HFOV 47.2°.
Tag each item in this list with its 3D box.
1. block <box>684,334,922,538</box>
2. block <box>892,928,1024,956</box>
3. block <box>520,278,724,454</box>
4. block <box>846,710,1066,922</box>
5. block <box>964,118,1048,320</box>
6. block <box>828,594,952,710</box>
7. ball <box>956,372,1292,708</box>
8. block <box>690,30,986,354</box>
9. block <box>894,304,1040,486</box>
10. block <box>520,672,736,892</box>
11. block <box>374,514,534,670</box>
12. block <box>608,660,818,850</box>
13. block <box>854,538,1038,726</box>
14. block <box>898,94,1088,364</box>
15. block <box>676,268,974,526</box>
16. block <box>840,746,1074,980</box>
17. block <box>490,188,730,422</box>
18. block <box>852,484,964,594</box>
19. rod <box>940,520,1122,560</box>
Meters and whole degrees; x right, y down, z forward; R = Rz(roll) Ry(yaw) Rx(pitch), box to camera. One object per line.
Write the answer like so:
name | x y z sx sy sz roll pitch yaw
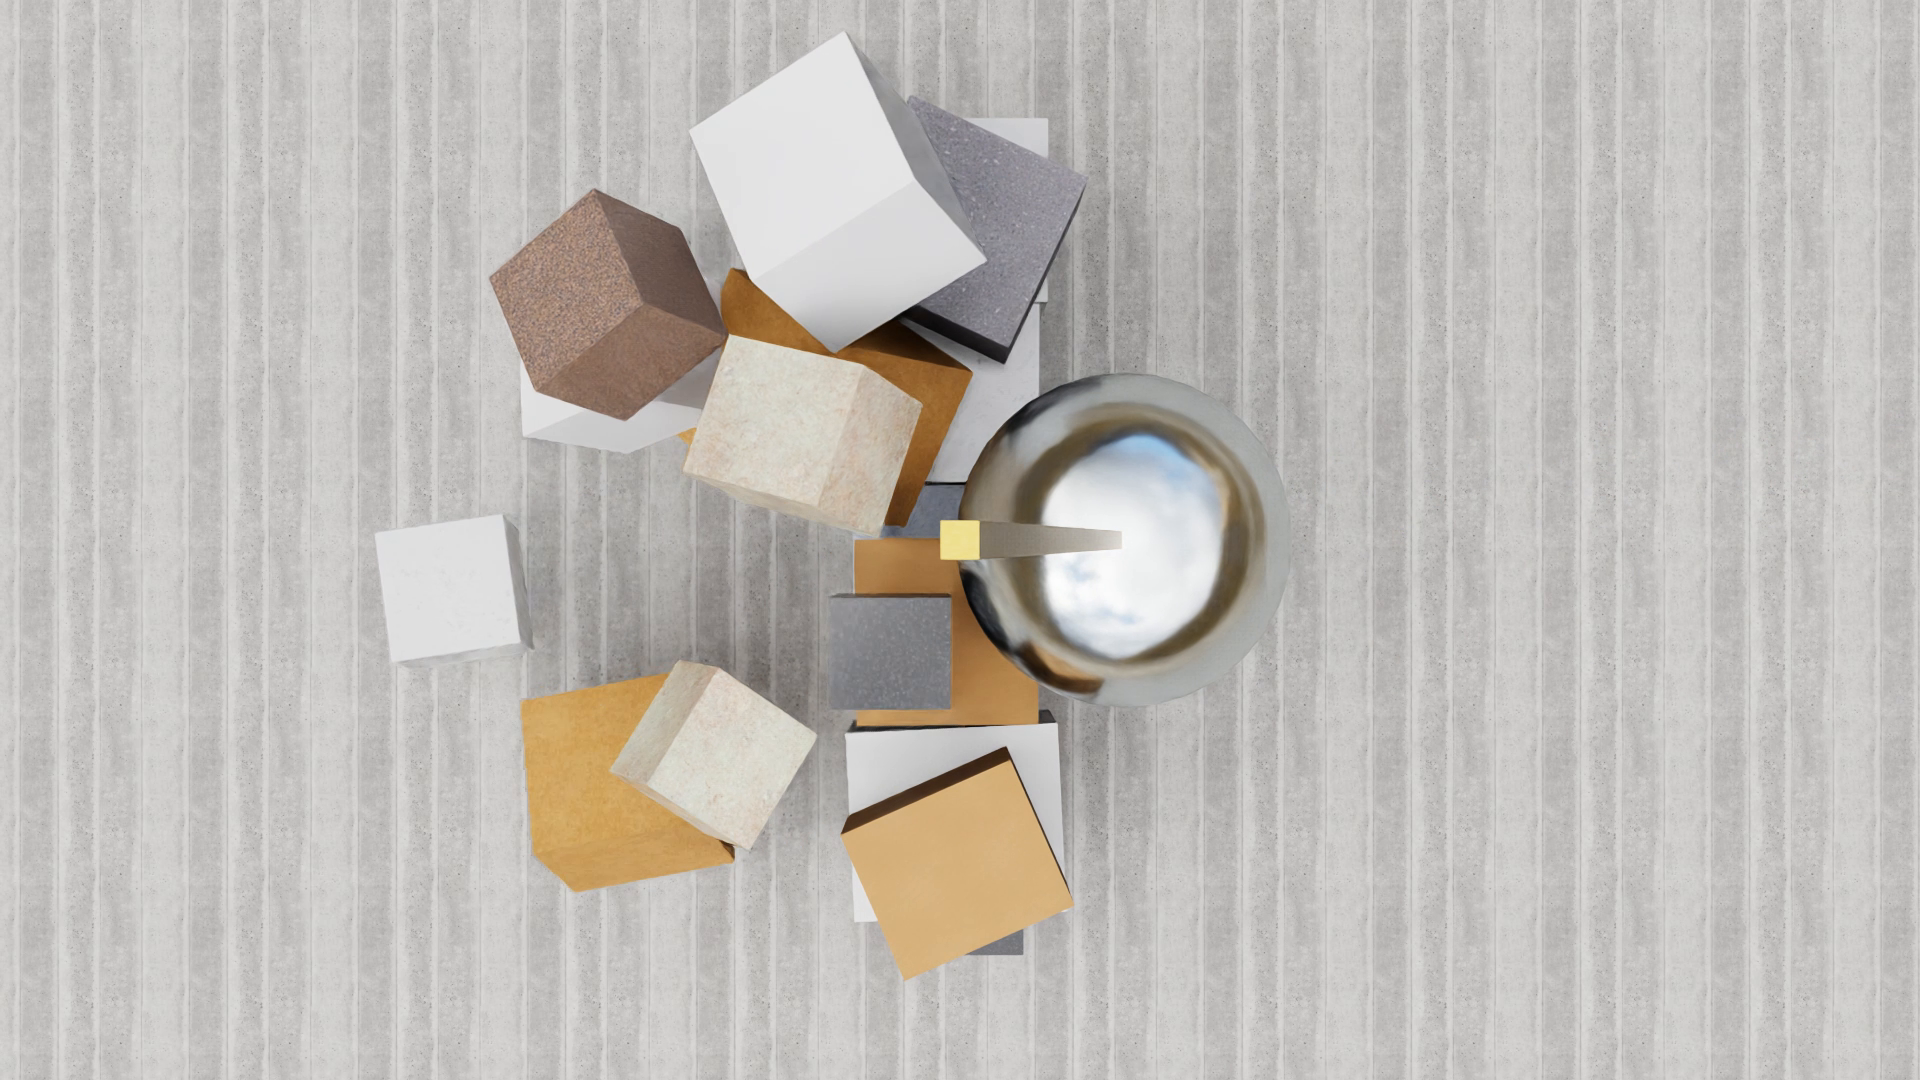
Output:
block | -0.739 -0.489 10.439 0.765 0.615 0.684 15 83 28
block | -0.013 1.908 12.593 0.730 0.815 0.787 0 90 0
block | -1.753 -0.939 11.395 0.844 0.670 0.719 -17 72 42
block | -0.021 1.442 11.692 1.080 0.990 0.961 -3 90 0
block | 0.003 -1.802 12.502 0.954 0.997 1.002 0 90 0
block | -0.340 0.548 10.888 0.593 0.567 0.541 0 91 0
ball | 0.777 0.000 10.478 1.600 1.600 1.600 0 90 0
block | -0.580 -1.650 10.543 0.888 0.848 0.950 -30 62 12
block | 0.013 -0.803 12.496 0.835 1.009 0.975 0 90 0
block | -1.866 1.371 12.417 0.942 0.844 0.886 -11 66 2
block | -2.712 0.288 11.853 0.669 0.610 0.688 -9 83 -5
block | -1.290 1.115 11.483 0.660 0.616 0.692 37 75 -22
block | -0.070 0.466 11.614 0.927 0.874 0.953 -1 90 0
block | -0.003 -1.601 11.533 0.992 0.923 0.947 25 89 0
block | -0.740 -0.740 11.568 0.950 0.990 0.923 37 110 39
block | -0.013 1.567 10.805 0.882 0.782 0.755 -24 90 0
block | -1.669 -1.106 10.479 0.709 0.657 0.684 -35 65 21
block | -0.011 0.197 12.525 1.151 0.949 0.997 0 90 0
rod | 0.337 0.000 7.107 0.080 5.200 0.080 0 90 7
